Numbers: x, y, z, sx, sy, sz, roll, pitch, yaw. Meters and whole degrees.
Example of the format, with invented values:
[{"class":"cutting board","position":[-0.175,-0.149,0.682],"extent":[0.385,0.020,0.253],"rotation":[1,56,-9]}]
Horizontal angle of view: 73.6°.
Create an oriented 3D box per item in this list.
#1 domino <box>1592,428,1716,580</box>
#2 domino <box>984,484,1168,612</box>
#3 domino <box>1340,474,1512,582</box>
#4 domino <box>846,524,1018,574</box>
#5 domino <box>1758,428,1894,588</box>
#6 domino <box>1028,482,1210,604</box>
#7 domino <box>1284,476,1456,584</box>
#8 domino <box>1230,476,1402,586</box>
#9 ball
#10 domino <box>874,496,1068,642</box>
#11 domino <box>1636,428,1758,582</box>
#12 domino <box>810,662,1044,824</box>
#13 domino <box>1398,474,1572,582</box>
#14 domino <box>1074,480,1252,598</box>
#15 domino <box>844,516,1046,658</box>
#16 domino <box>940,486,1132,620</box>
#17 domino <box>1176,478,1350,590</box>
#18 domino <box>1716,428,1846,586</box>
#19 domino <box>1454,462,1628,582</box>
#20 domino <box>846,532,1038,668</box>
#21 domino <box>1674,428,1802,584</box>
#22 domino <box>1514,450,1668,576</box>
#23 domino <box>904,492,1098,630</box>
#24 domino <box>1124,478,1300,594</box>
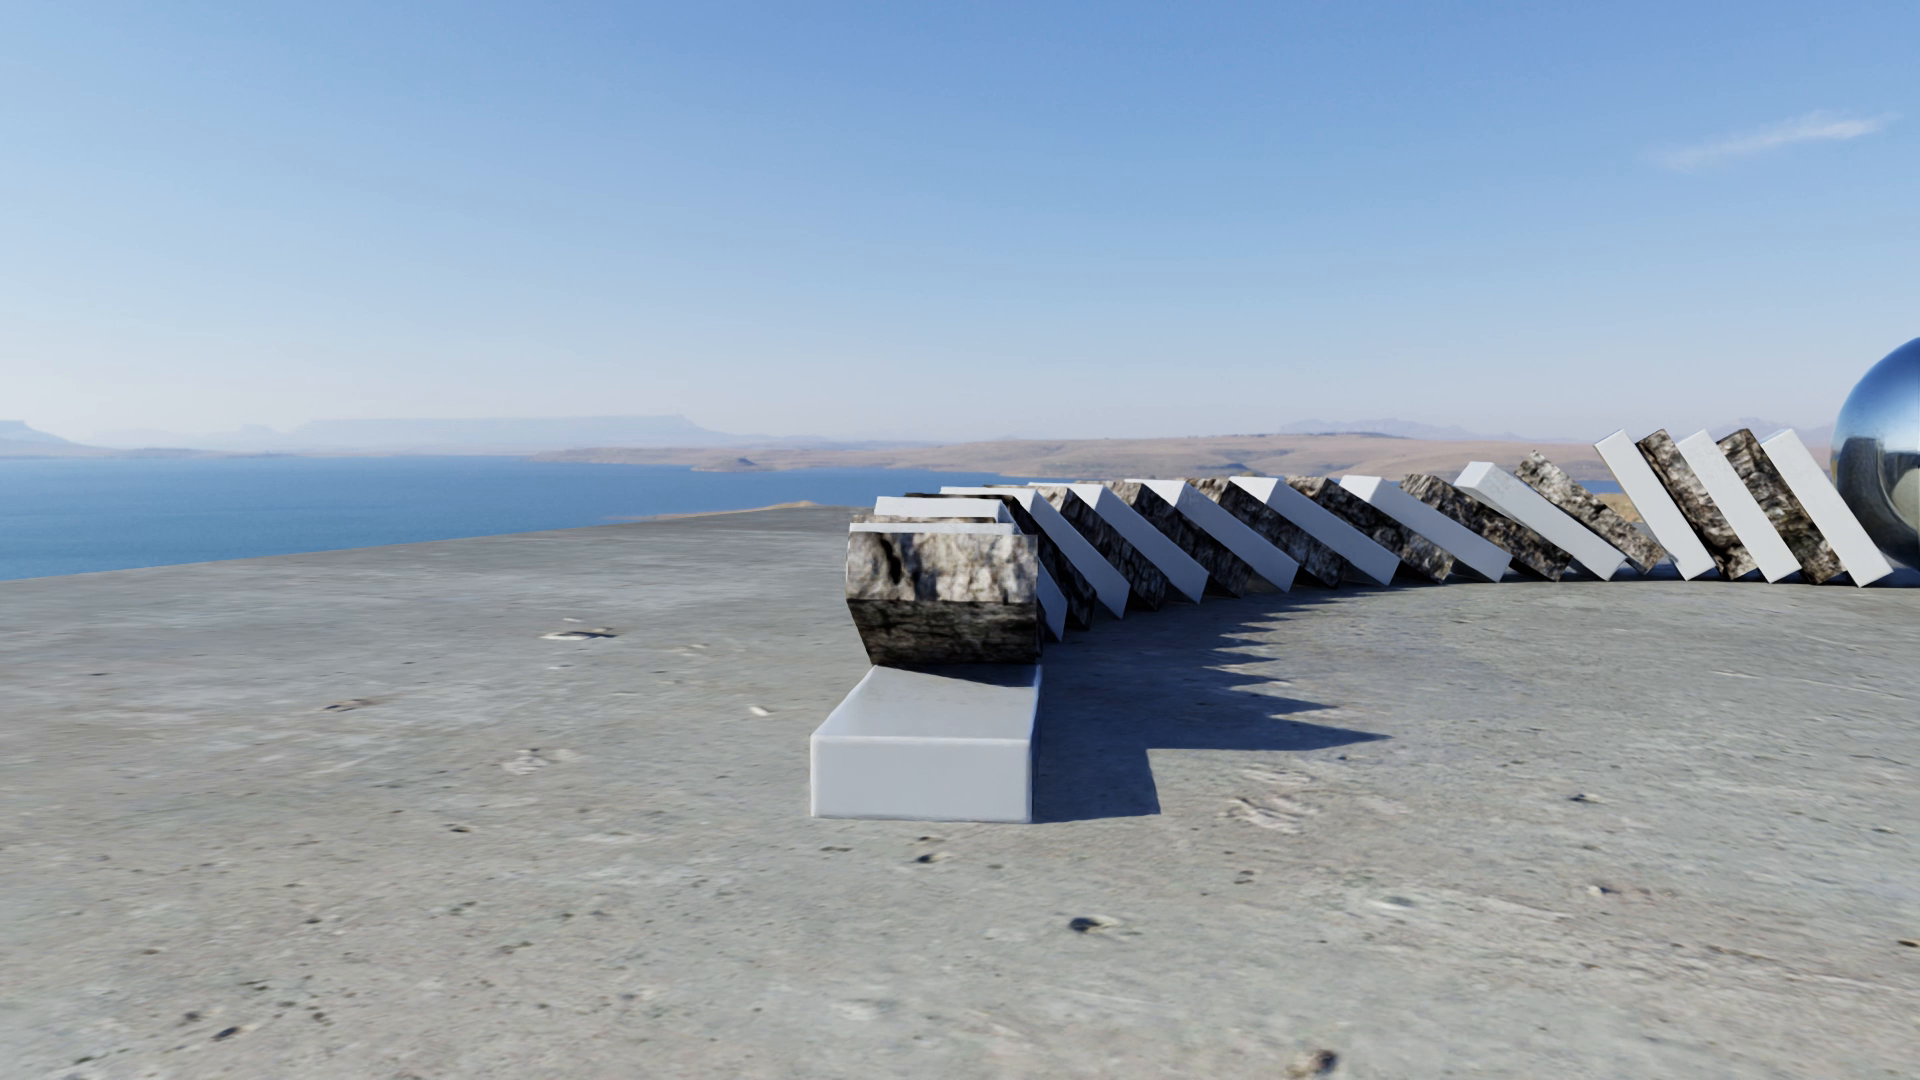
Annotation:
[{"class":"domino","position":[0.222,-0.012,0.411],"extent":[0.010,0.050,0.025],"rotation":[-34,-10,23]},{"class":"domino","position":[0.028,0.002,0.317],"extent":[0.025,0.009,0.050],"rotation":[4,-24,41]},{"class":"domino","position":[0.144,-0.004,0.401],"extent":[0.050,0.009,0.025],"rotation":[29,0,-9]},{"class":"domino","position":[-0.001,0.011,0.214],"extent":[0.025,0.010,0.050],"rotation":[0,-22,7]},{"class":"domino","position":[0.264,-0.011,0.393],"extent":[0.009,0.050,0.025],"rotation":[-34,-11,24]},{"class":"domino","position":[0.040,0.001,0.334],"extent":[0.025,0.009,0.050],"rotation":[5,-23,47]},{"class":"domino","position":[0.124,-0.003,0.395],"extent":[0.050,0.009,0.025],"rotation":[29,-3,-14]},{"class":"domino","position":[0.105,-0.003,0.386],"extent":[0.050,0.010,0.025],"rotation":[30,-6,-20]},{"class":"ball","position":[0.307,-0.026,0.382],"extent":[0.080,0.080,0.080],"rotation":[0,4,0]},{"class":"domino","position":[0.003,0.007,0.260],"extent":[0.025,0.009,0.050],"rotation":[2,-24,21]},{"class":"domino","position":[0.234,-0.012,0.409],"extent":[0.009,0.050,0.025],"rotation":[-34,-11,24]},{"class":"domino","position":[-0.002,0.025,0.169],"extent":[0.025,0.010,0.050],"rotation":[0,4,5]},{"class":"domino","position":[0.164,-0.004,0.406],"extent":[0.050,0.009,0.025],"rotation":[29,4,-2]},{"class":"domino","position":[0.054,0.000,0.349],"extent":[0.050,0.010,0.025],"rotation":[33,-16,-35]},{"class":"domino","position":[-0.001,0.010,0.238],"extent":[0.025,0.010,0.050],"rotation":[1,-21,15]},{"class":"domino","position":[0.017,0.004,0.300],"extent":[0.025,0.010,0.050],"rotation":[3,-24,36]},{"class":"domino","position":[0.087,-0.002,0.376],"extent":[0.050,0.009,0.025],"rotation":[30,-9,-24]},{"class":"domino","position":[0.254,-0.011,0.399],"extent":[0.010,0.050,0.025],"rotation":[-34,-11,24]},{"class":"domino","position":[0.184,-0.007,0.409],"extent":[0.050,0.010,0.025],"rotation":[36,8,3]},{"class":"domino","position":[-0.001,0.013,0.192],"extent":[0.025,0.009,0.050],"rotation":[1,-22,4]},{"class":"domino","position":[0.244,-0.011,0.404],"extent":[0.010,0.050,0.025],"rotation":[-34,-11,24]},{"class":"domino","position":[0.204,-0.009,0.417],"extent":[0.050,0.009,0.025],"rotation":[44,17,19]},{"class":"domino","position":[0.009,0.005,0.280],"extent":[0.025,0.010,0.050],"rotation":[2,-24,29]},{"class":"domino","position":[0.070,-0.001,0.363],"extent":[0.050,0.009,0.025],"rotation":[31,-13,-30]}]
